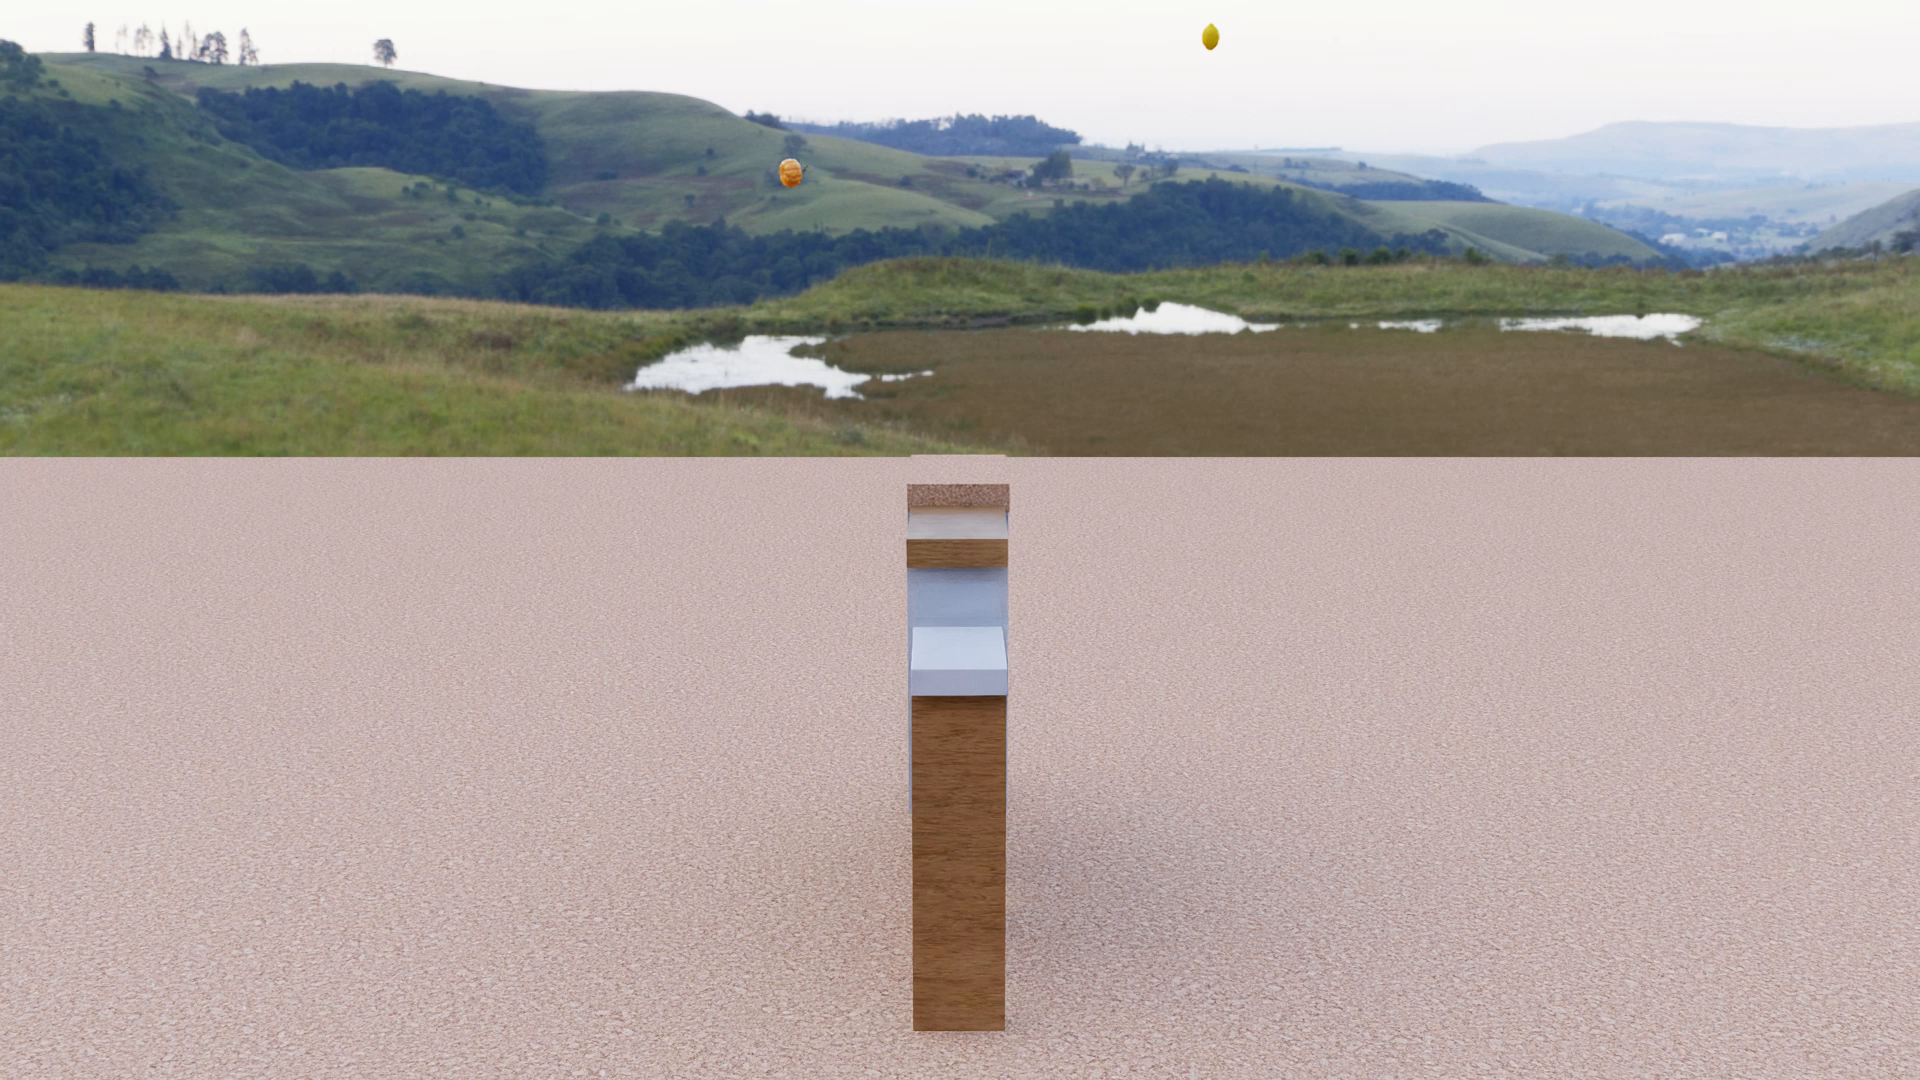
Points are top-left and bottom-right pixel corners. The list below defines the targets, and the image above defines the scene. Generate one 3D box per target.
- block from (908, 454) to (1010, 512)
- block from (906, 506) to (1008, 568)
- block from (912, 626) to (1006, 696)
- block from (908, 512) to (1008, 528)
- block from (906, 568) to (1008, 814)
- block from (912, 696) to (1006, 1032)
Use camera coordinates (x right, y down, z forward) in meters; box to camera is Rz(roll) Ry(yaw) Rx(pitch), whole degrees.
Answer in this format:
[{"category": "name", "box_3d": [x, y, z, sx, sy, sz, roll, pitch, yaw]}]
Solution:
[{"category": "block", "box_3d": [-0.003, -0.096, 3.682, 0.164, 0.046, 0.328, 0, 11, 0]}, {"category": "block", "box_3d": [-0.004, -0.008, 3.374, 0.149, 0.042, 0.299, 0, 10, 0]}, {"category": "block", "box_3d": [-0.002, 0.170, 3.117, 0.130, 0.037, 0.260, 0, 11, -1]}, {"category": "block", "box_3d": [-0.003, 0.108, 3.608, 0.164, 0.328, 0.046, 0, 11, 0]}, {"category": "block", "box_3d": [-0.003, 0.221, 3.315, 0.149, 0.385, 0.042, 0, 11, 0]}, {"category": "block", "box_3d": [-0.001, 0.447, 3.081, 0.130, 0.495, 0.037, 0, 11, 0]}]
